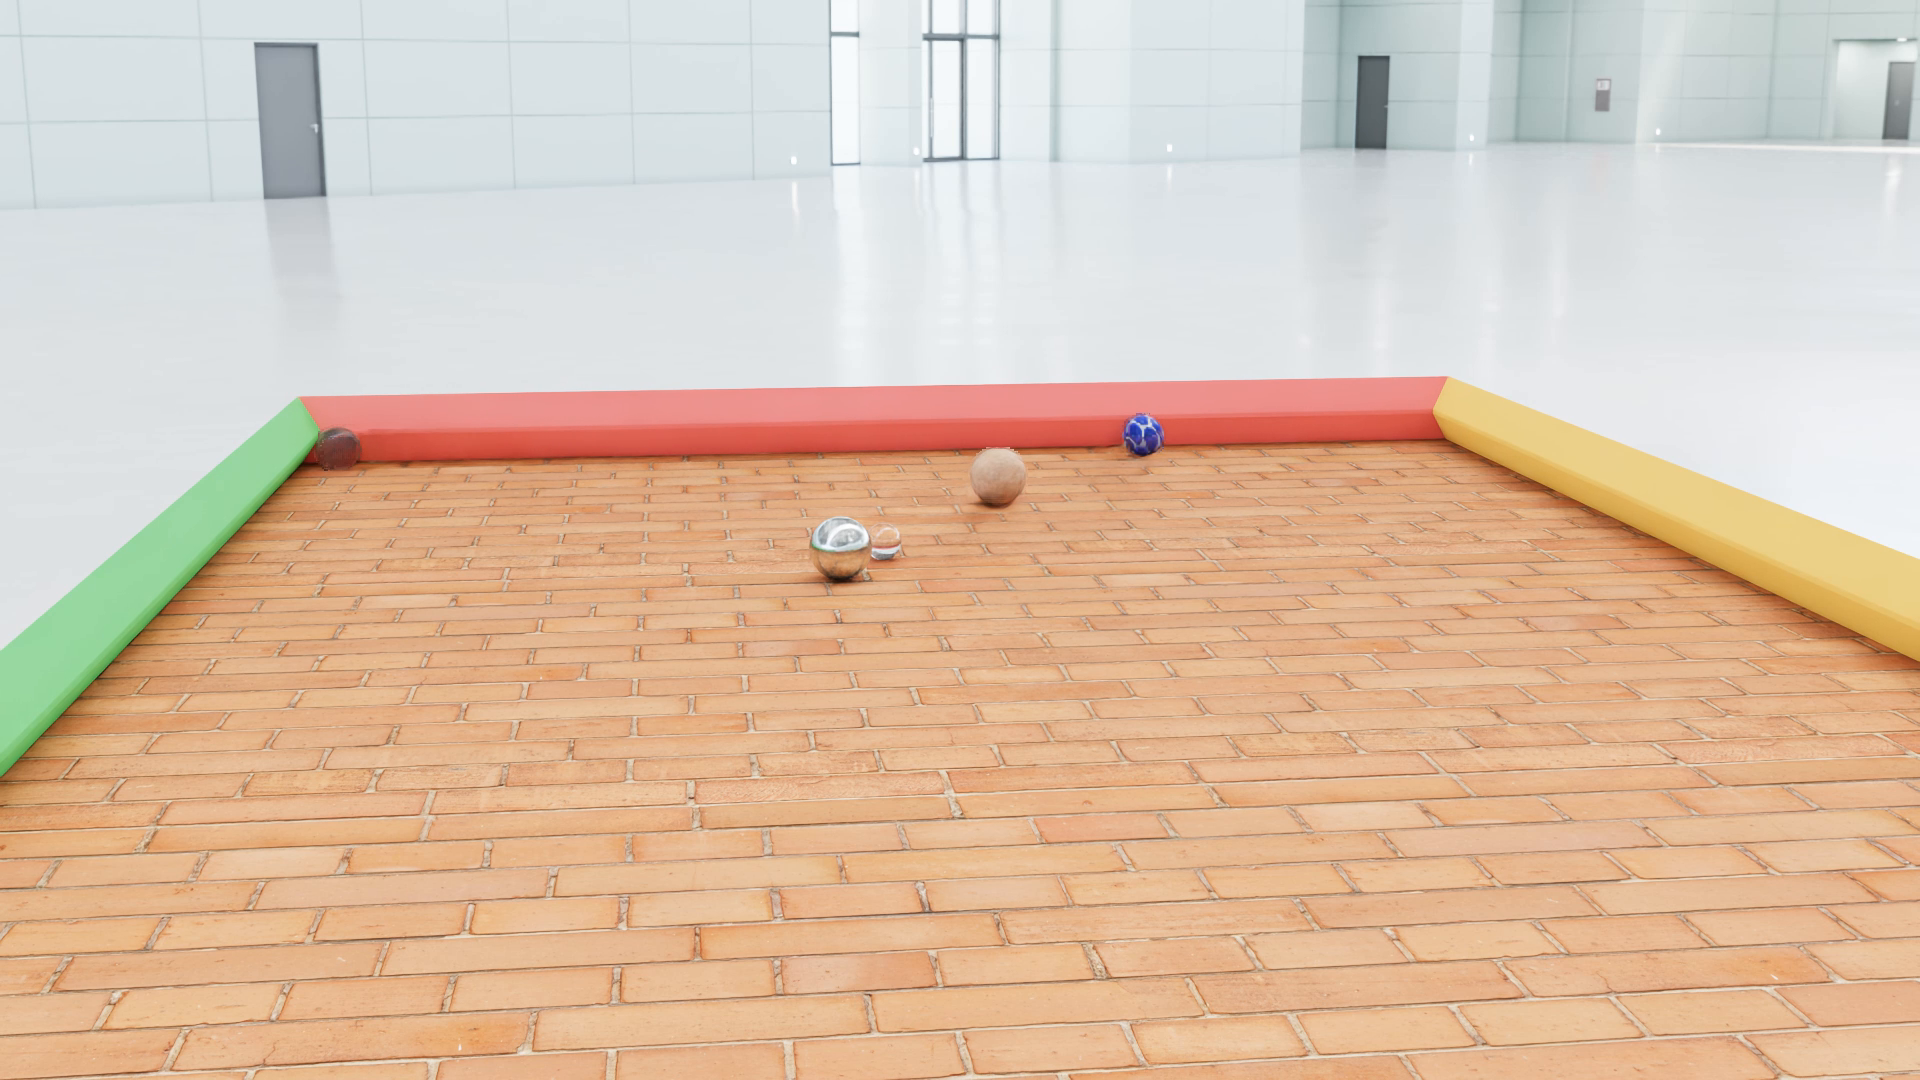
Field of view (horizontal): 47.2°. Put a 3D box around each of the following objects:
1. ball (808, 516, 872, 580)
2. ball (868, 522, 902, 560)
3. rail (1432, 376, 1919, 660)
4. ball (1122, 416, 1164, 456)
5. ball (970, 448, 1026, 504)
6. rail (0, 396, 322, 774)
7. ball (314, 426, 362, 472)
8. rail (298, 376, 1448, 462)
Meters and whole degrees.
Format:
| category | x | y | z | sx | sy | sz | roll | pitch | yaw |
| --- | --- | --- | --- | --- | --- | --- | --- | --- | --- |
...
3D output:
| category | x | y | z | sx | sy | sz | roll | pitch | yaw |
| --- | --- | --- | --- | --- | --- | --- | --- | --- | --- |
| ball | -0.165 | 0.011 | 3.045 | 0.088 | 0.088 | 0.088 | 0 | 12 | 0 |
| ball | -0.111 | 0.002 | 3.171 | 0.054 | 0.054 | 0.054 | 0 | 12 | 0 |
| rail | 1.167 | 0.157 | 2.277 | 0.045 | 0.119 | 4.006 | -2 | 12 | -7 |
| ball | 0.336 | -0.191 | 4.034 | 0.076 | 0.076 | 0.076 | 0 | 12 | 0 |
| ball | 0.062 | -0.104 | 3.579 | 0.092 | 0.092 | 0.092 | 0 | 12 | 0 |
| rail | -0.914 | 0.211 | 2.018 | 0.045 | 0.119 | 4.006 | -2 | 12 | -7 |
| ball | -1.098 | -0.161 | 3.883 | 0.079 | 0.079 | 0.079 | 0 | 12 | 0 |
| rail | -0.124 | -0.222 | 4.068 | 2.145 | 0.119 | 0.045 | -2 | 12 | -7 |
